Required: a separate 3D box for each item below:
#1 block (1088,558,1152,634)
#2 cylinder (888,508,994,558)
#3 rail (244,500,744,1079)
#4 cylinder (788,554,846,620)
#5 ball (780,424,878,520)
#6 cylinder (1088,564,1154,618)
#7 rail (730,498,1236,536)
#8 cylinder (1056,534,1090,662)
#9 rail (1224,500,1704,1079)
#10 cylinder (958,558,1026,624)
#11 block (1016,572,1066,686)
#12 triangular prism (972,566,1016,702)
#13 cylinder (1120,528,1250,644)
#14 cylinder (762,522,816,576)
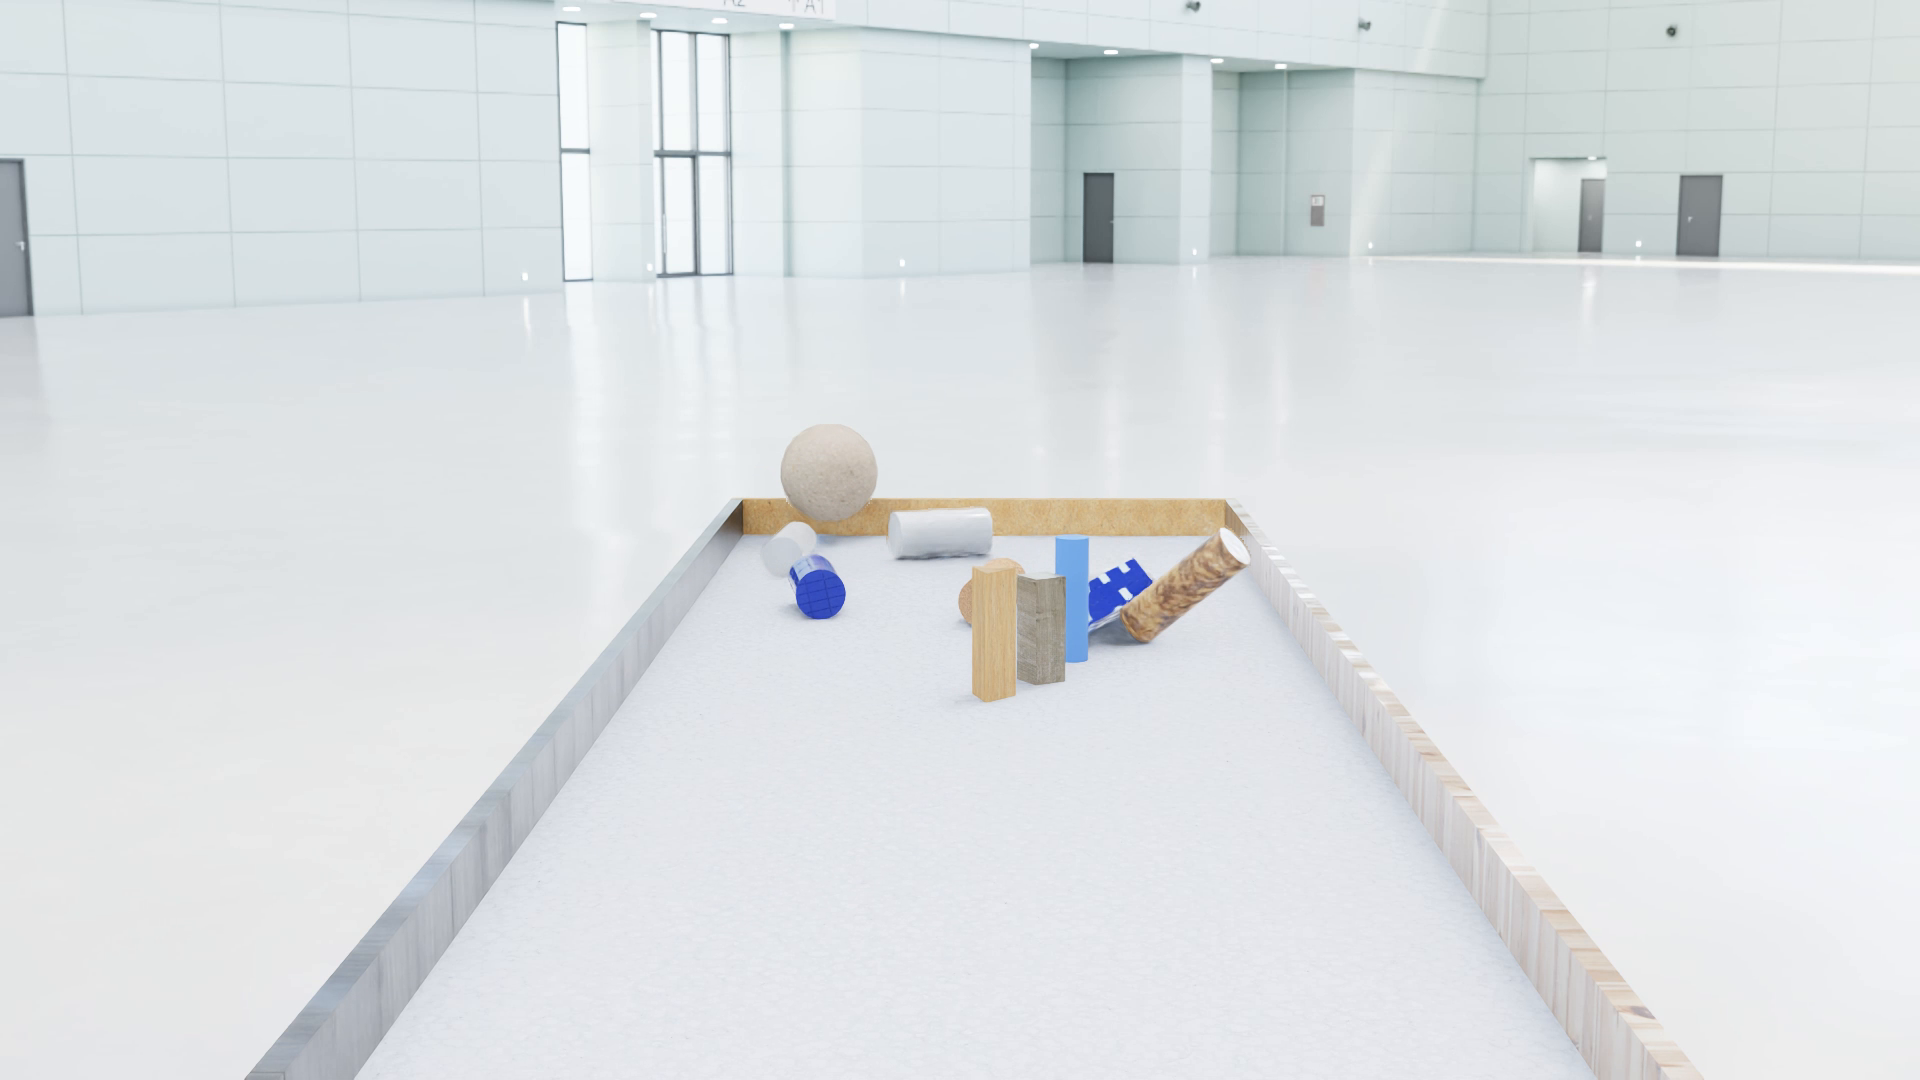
[{"bbox_3d":[0.443,0.199,7.020,0.123,0.123,0.447,-45,-13,36],"label":"block"},{"bbox_3d":[-0.075,-0.026,8.600,0.373,0.180,0.180,-3,9,-18],"label":"cylinder"},{"bbox_3d":[-1.004,0.839,3.234,0.050,0.150,12.000,0,9,1],"label":"rail"},{"bbox_3d":[-0.488,0.157,7.481,0.168,0.168,0.318,-1,9,-9],"label":"cylinder"},{"bbox_3d":[-0.533,-0.277,8.952,0.397,0.397,0.397,0,9,0],"label":"ball"},{"bbox_3d":[0.454,0.188,7.288,0.168,0.168,0.441,8,12,40],"label":"cylinder"},{"bbox_3d":[0.099,-0.098,9.147,2.100,0.150,0.050,0,9,1],"label":"rail"},{"bbox_3d":[0.340,0.177,6.683,0.103,0.378,0.103,0,9,0],"label":"cylinder"},{"bbox_3d":[1.046,0.843,3.208,0.050,0.150,12.000,0,9,1],"label":"rail"},{"bbox_3d":[0.113,0.174,7.372,0.170,0.170,0.392,2,9,10],"label":"cylinder"},{"bbox_3d":[0.236,0.256,6.402,0.103,0.310,0.103,-5,11,-31],"label":"block"},{"bbox_3d":[0.076,0.260,6.195,0.107,0.367,0.124,8,12,42],"label":"triangular prism"},{"bbox_3d":[0.702,0.145,6.879,0.425,0.139,0.139,-40,-9,25],"label":"cylinder"},{"bbox_3d":[-0.641,0.033,8.319,0.151,0.151,0.382,1,9,4],"label":"cylinder"}]
